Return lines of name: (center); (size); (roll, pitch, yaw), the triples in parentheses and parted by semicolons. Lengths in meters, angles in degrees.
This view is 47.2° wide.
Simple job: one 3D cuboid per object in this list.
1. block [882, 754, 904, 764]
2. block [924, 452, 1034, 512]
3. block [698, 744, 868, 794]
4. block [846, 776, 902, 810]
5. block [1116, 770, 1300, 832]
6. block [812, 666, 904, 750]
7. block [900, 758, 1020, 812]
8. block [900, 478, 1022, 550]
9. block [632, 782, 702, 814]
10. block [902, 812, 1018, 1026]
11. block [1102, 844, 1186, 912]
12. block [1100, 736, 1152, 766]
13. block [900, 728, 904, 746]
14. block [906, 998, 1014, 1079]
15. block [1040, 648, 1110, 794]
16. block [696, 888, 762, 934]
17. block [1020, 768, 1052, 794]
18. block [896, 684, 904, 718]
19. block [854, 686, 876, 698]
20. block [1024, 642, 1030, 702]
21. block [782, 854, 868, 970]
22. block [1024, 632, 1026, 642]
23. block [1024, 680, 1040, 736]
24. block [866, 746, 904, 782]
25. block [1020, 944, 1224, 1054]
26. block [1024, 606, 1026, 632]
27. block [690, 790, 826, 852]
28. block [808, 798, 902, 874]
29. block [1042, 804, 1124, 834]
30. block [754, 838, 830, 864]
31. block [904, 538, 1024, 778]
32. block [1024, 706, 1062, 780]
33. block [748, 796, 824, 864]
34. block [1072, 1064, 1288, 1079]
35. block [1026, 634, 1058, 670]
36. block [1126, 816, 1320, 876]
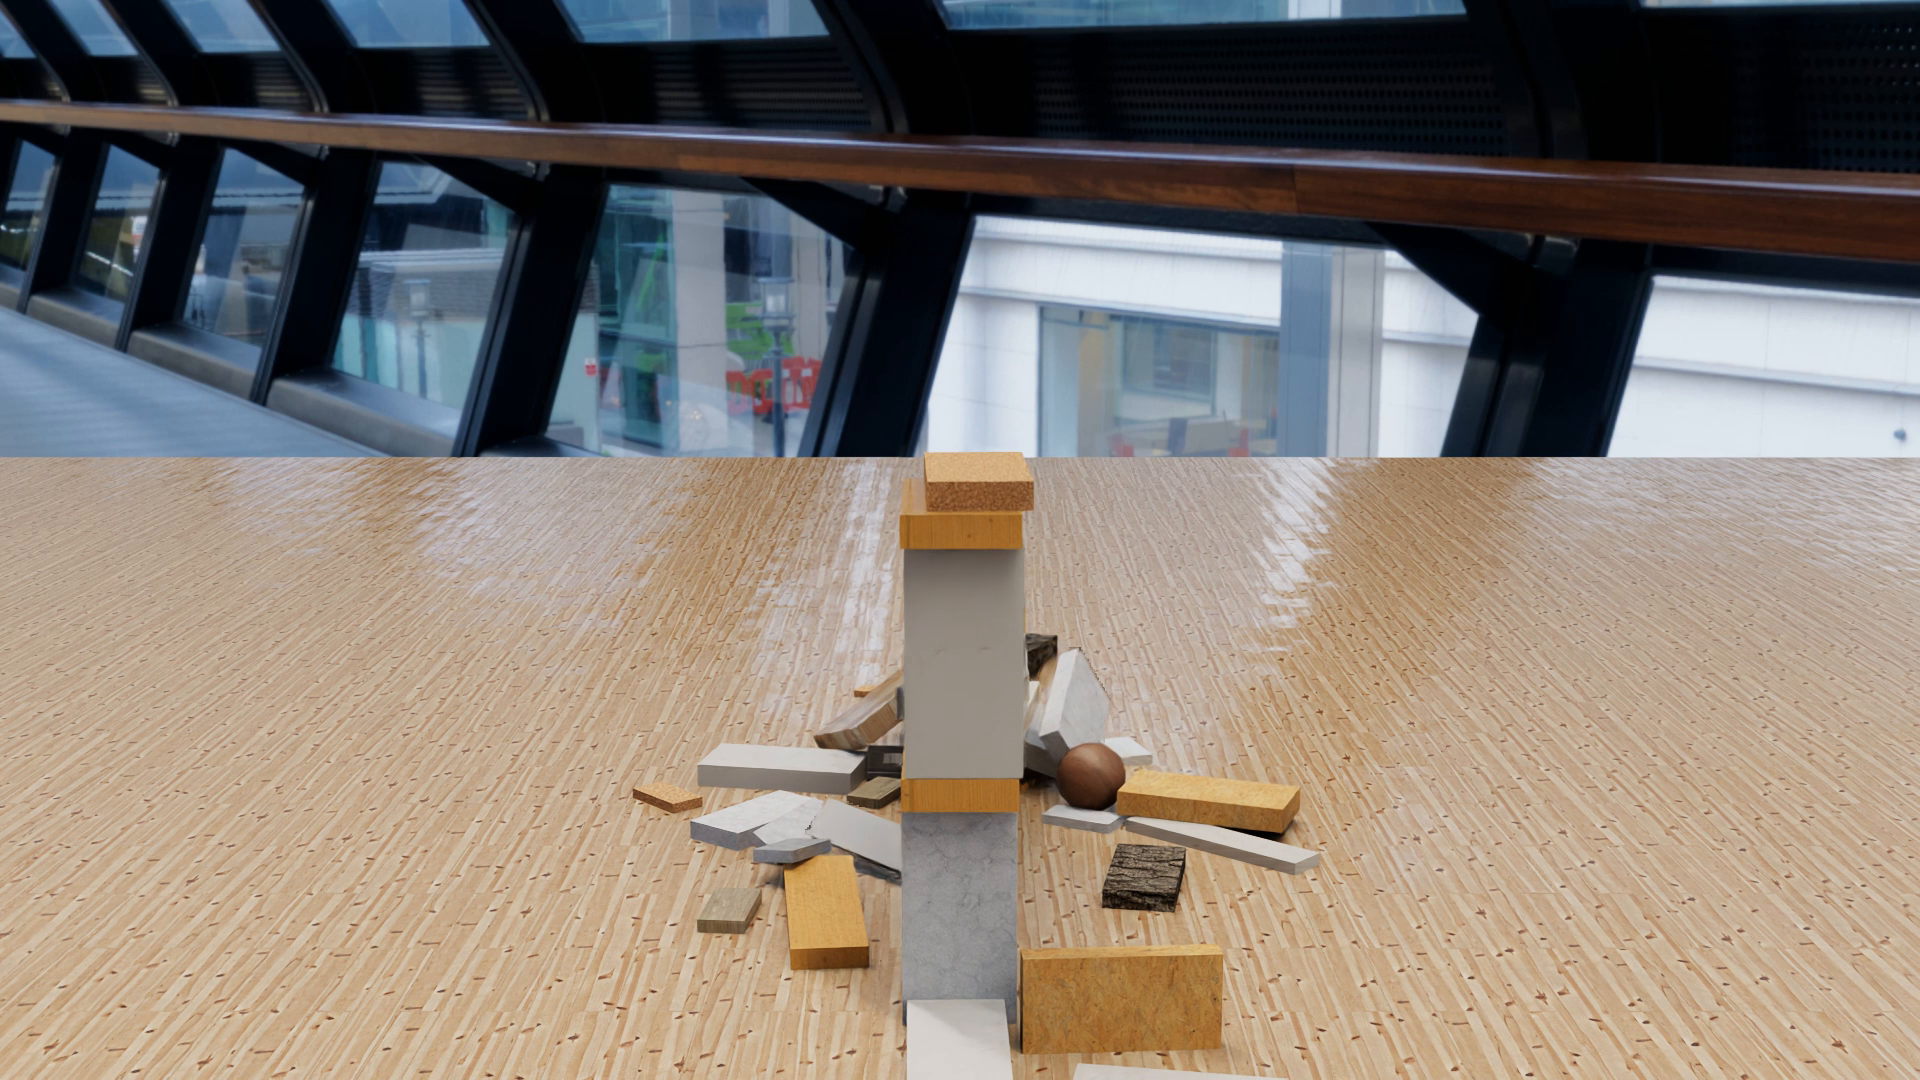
block: (-0.078, 0.414, 4.160); (0.072, 0.020, 0.143); (5, -8, -35)
block: (0.023, -0.084, 3.100); (0.144, 0.041, 0.287); (0, 10, -2)
block: (-0.344, 0.448, 4.313); (0.307, 0.043, 0.153); (2, 11, 11)
block: (-0.155, 0.482, 4.197); (0.068, 0.019, 0.137); (5, 11, 23)
block: (0.457, 0.478, 4.038); (0.307, 0.043, 0.153); (4, 11, 20)
block: (-0.129, 0.321, 4.474); (0.333, 0.047, 0.166); (-36, 11, -35)
block: (0.000, 0.323, 3.194); (0.163, 0.046, 0.326); (0, 11, 0)
block: (-0.001, -0.040, 3.100); (0.164, 0.046, 0.328); (0, 10, -1)
block: (-0.555, 0.488, 4.168); (0.067, 0.019, 0.134); (-9, 14, -41)
block: (-0.001, 0.526, 3.123); (0.163, 0.326, 0.046); (0, 11, -1)
block: (0.312, 0.567, 3.701); (0.118, 0.034, 0.237); (2, 11, 10)
block: (0.335, 0.430, 4.476); (0.068, 0.019, 0.137); (-3, 11, -16)
block: (-0.028, 0.378, 4.460); (0.147, 0.042, 0.293); (1, 10, 6)
block: (-0.003, 0.696, 2.989); (0.138, 0.039, 0.276); (0, 11, -1)
block: (0.227, 0.351, 4.308); (0.041, 0.143, 0.286); (-22, 24, 23)
block: (-0.372, 0.599, 3.560); (0.076, 0.022, 0.152); (1, 11, 5)
block: (0.139, 0.464, 4.308); (0.053, 0.015, 0.201); (7, 12, 32)
block: (-0.006, 0.252, 3.475); (0.165, 0.047, 0.330); (0, -2, 3)
block: (-0.180, 0.344, 4.950); (0.106, 0.015, 0.053); (4, 11, 21)
block: (0.037, 0.224, 4.070); (0.171, 0.049, 0.343); (0, 14, 0)
block: (-0.220, 0.595, 3.548); (0.118, 0.034, 0.431); (-1, 11, -6)
block: (0.022, 0.239, 3.825); (0.171, 0.049, 0.343); (1, 17, 3)
block: (0.061, 0.338, 4.235); (0.143, 0.041, 0.286); (3, 18, 10)
block: (-0.112, 0.438, 4.299); (0.137, 0.068, 0.019); (1, -21, 3)
block: (0.223, 0.636, 3.045); (0.276, 0.138, 0.039); (-1, 11, -4)
block: (0.021, 0.137, 4.098); (0.171, 0.049, 0.343); (0, 1, -3)
block: (-0.365, 0.510, 4.008); (0.118, 0.034, 0.237); (8, 13, 37)
block: (-0.160, 0.511, 3.795); (0.230, 0.074, 0.021); (15, -24, 41)
block: (0.224, 0.512, 4.035); (0.134, 0.019, 0.067); (6, 12, 27)
block: (-0.286, 0.530, 3.759); (0.074, 0.021, 0.148); (-1, 0, 22)
block: (0.006, 0.163, 3.029); (0.164, 0.328, 0.046); (0, 9, 0)
block: (0.099, 0.366, 4.406); (0.166, 0.047, 0.333); (22, 12, -16)
block: (-0.292, 0.516, 3.918); (0.067, 0.019, 0.229); (39, 23, 13)
block: (0.279, 0.728, 2.820); (0.276, 0.039, 0.138); (2, 11, 10)
block: (0.100, 0.269, 5.133); (0.153, 0.043, 0.509); (3, 5, 14)
block: (0.462, 0.535, 3.904); (0.366, 0.022, 0.076); (9, 14, 41)
